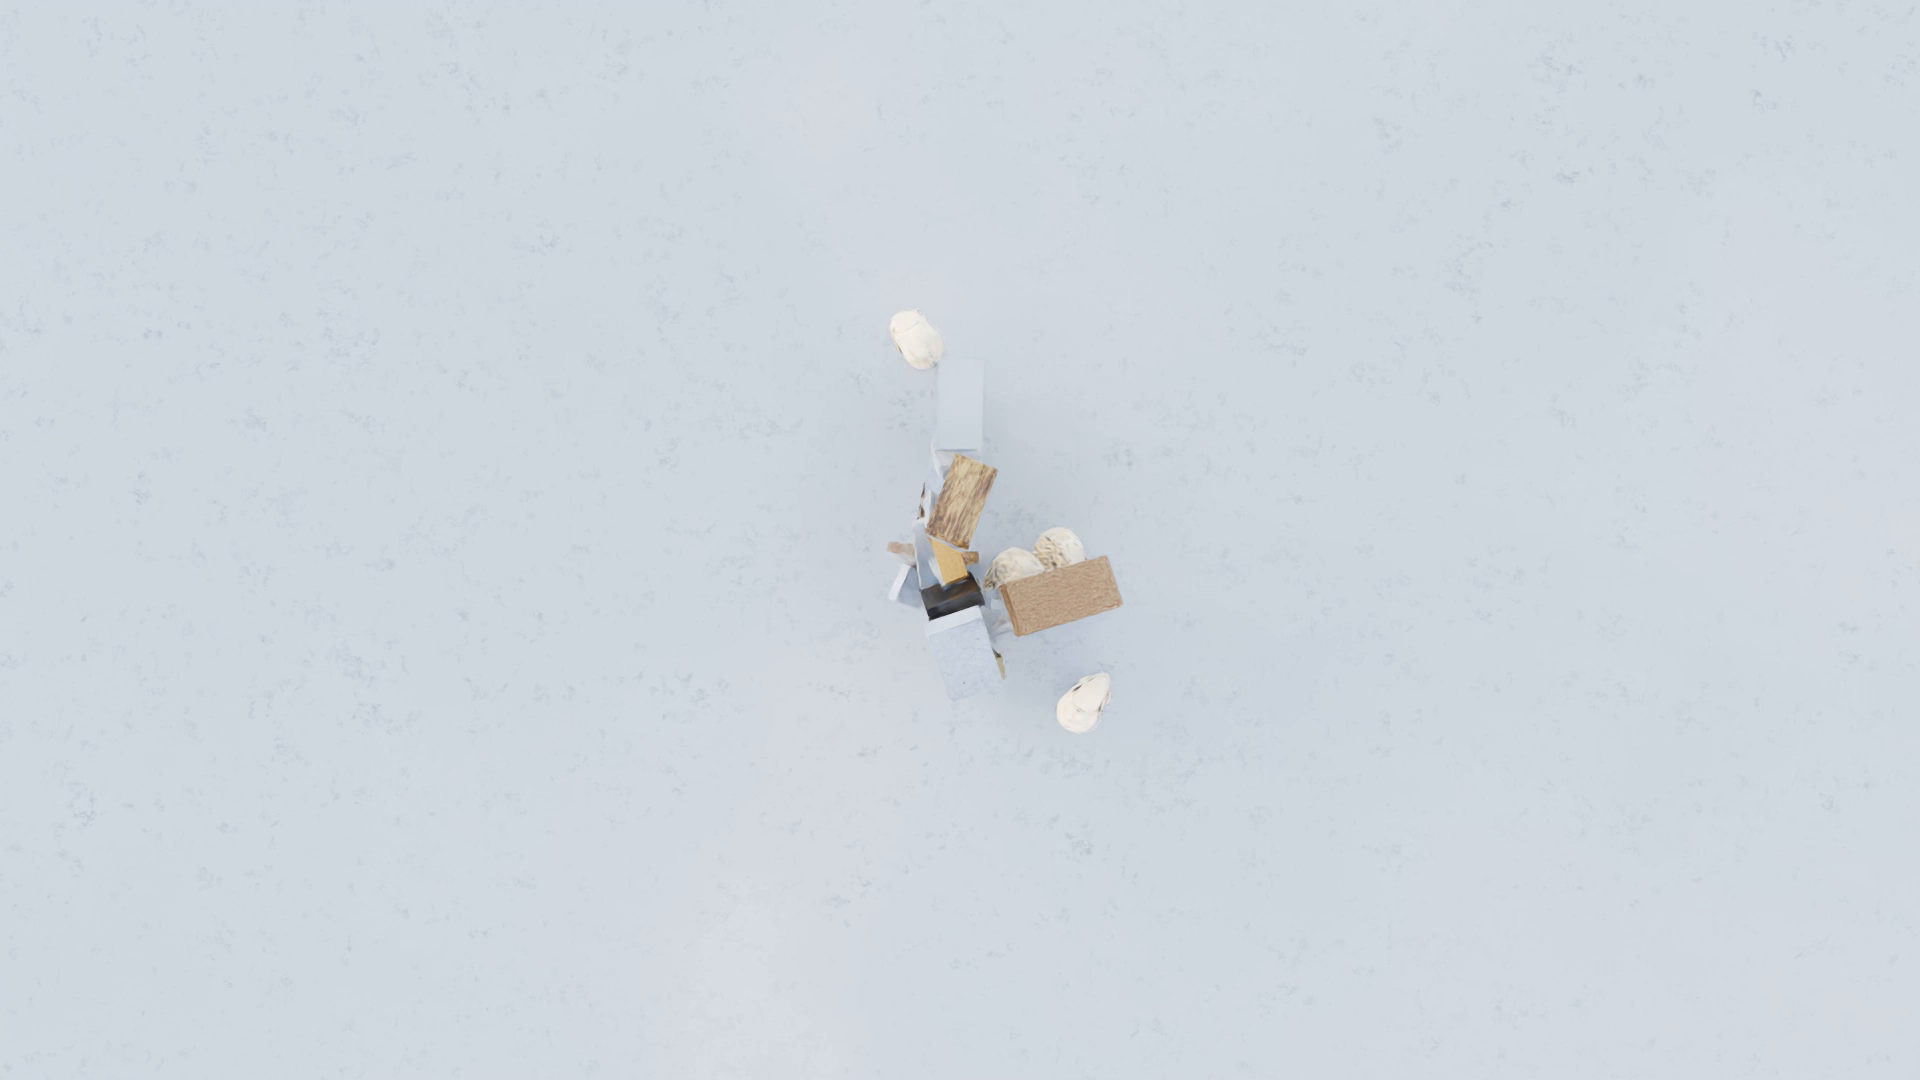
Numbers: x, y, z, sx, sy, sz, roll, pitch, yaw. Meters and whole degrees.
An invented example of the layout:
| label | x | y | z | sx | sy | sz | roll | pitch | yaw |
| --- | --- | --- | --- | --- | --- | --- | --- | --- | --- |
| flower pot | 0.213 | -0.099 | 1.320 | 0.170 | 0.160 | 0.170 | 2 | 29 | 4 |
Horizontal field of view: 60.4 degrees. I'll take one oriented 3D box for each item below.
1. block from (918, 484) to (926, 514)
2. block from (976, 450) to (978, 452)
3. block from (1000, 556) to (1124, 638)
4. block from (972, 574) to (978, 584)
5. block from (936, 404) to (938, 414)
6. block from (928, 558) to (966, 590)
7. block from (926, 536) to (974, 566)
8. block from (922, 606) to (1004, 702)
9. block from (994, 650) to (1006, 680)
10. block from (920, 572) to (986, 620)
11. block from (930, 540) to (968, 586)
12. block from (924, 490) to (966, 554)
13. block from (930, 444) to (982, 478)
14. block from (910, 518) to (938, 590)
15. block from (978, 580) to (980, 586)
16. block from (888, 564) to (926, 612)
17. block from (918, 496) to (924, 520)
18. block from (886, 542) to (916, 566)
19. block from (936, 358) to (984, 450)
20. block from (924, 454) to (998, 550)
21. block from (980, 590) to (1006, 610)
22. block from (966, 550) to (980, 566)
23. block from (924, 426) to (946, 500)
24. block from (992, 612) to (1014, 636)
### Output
| label | x | y | z | sx | sy | sz | roll | pitch | yaw |
| --- | --- | --- | --- | --- | --- | --- | --- | --- | --- |
| block | -0.067 | -0.029 | 5.199 | 0.138 | 0.039 | 0.276 | 9 | 91 | 9 |
| block | -0.004 | -0.377 | 5.067 | 0.117 | 0.033 | 0.235 | 1 | 90 | 0 |
| block | 0.313 | 0.171 | 5.035 | 0.365 | 0.046 | 0.164 | -14 | 81 | -25 |
| block | -0.002 | 0.227 | 5.244 | 0.119 | 0.034 | 0.238 | -2 | 90 | 0 |
| block | -0.003 | -0.355 | 4.922 | 0.130 | 0.260 | 0.037 | 1 | 69 | 0 |
| block | -0.038 | 0.090 | 4.860 | 0.072 | 0.145 | 0.021 | -22 | 125 | -6 |
| block | -0.032 | 0.021 | 4.840 | 0.072 | 0.021 | 0.145 | -35 | 68 | -5 |
| block | 0.012 | 0.327 | 4.705 | 0.164 | 0.328 | 0.046 | -19 | 48 | -1 |
| block | 0.121 | 0.409 | 5.421 | 0.021 | 0.149 | 0.075 | -13 | 96 | -8 |
| block | -0.025 | 0.166 | 4.795 | 0.164 | 0.328 | 0.046 | -21 | 99 | -1 |
| block | -0.031 | 0.054 | 4.804 | 0.072 | 0.021 | 0.145 | -20 | 66 | 4 |
| block | -0.037 | -0.053 | 4.674 | 0.127 | 0.254 | 0.036 | 25 | 111 | -11 |
| block | -0.009 | -0.226 | 4.751 | 0.127 | 0.254 | 0.036 | 3 | 107 | -7 |
| block | -0.074 | 0.041 | 4.932 | 0.116 | 0.033 | 0.232 | -13 | 117 | -9 |
| block | 0.002 | 0.147 | 5.380 | 0.119 | 0.239 | 0.034 | 0 | 91 | 0 |
| block | -0.102 | 0.160 | 5.109 | 0.033 | 0.275 | 0.116 | 27 | 94 | 40 |
| block | -0.060 | -0.074 | 5.026 | 0.126 | 0.253 | 0.036 | 1 | 71 | -5 |
| block | -0.146 | 0.047 | 5.072 | 0.116 | 0.232 | 0.033 | 8 | 81 | 9 |
| block | 0.000 | -0.394 | 4.775 | 0.130 | 0.037 | 0.260 | 1 | 94 | 0 |
| block | 0.005 | -0.107 | 4.554 | 0.127 | 0.036 | 0.254 | 22 | 61 | -1 |
| block | 0.182 | 0.184 | 5.071 | 0.238 | 0.119 | 0.034 | 1 | 102 | -22 |
| block | -0.026 | 0.058 | 5.352 | 0.138 | 0.276 | 0.039 | 1 | 91 | 9 |
| block | -0.032 | -0.207 | 4.892 | 0.126 | 0.036 | 0.253 | 5 | 71 | 3 |
| block | 0.182 | 0.252 | 5.322 | 0.119 | 0.339 | 0.034 | -23 | 82 | -9 |
